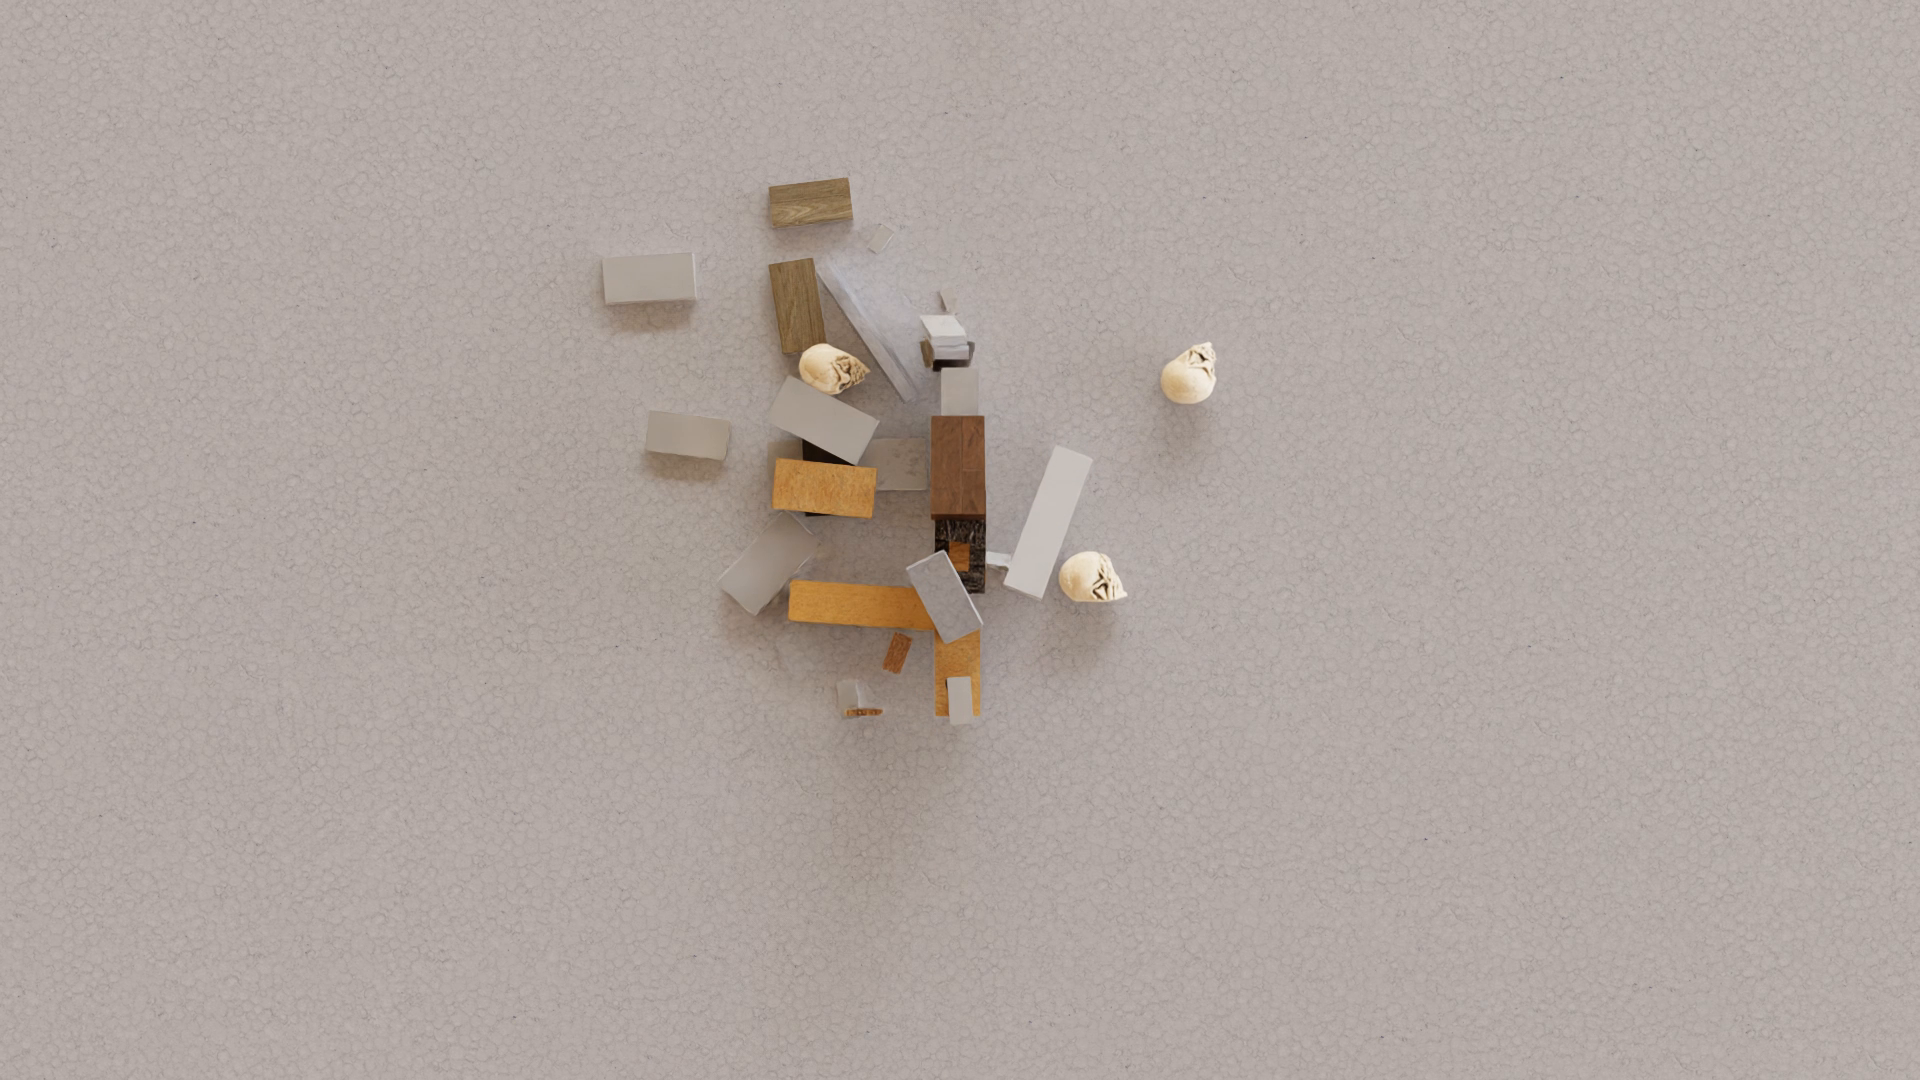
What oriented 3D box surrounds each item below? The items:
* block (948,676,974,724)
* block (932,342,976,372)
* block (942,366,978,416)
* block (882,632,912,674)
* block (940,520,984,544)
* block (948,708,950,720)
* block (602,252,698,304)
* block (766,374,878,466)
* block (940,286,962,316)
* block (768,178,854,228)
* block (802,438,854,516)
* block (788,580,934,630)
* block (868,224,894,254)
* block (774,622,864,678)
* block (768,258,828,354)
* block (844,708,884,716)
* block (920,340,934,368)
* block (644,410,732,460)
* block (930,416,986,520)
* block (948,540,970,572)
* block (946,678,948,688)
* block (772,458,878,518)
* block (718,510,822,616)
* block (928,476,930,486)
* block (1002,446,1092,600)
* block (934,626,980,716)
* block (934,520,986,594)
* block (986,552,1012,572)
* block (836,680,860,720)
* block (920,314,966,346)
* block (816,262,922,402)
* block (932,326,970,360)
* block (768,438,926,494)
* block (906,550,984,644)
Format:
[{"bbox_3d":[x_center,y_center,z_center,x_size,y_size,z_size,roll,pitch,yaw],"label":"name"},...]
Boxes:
[{"bbox_3d":[0.001,0.488,5.023,0.071,0.020,0.141,-4,90,0],"label":"block"},{"bbox_3d":[-0.018,-0.601,5.393,0.113,0.225,0.032,12,120,1],"label":"block"},{"bbox_3d":[-0.001,-0.431,5.248,0.117,0.033,0.235,1,90,0],"label":"block"},{"bbox_3d":[-0.209,0.377,5.491,0.063,0.018,0.127,21,90,0],"label":"block"},{"bbox_3d":[0.004,-0.025,5.110,0.129,0.018,0.064,8,90,0],"label":"block"},{"bbox_3d":[0.001,0.537,5.104,0.071,0.141,0.020,-4,90,0],"label":"block"},{"bbox_3d":[-1.030,-0.869,5.479,0.298,0.042,0.149,-4,90,0],"label":"block"},{"bbox_3d":[-0.448,-0.390,5.381,0.329,0.047,0.164,27,90,0],"label":"block"},{"bbox_3d":[-0.030,-0.795,5.494,0.045,0.013,0.090,-22,90,0],"label":"block"},{"bbox_3d":[-0.494,-1.119,5.481,0.266,0.038,0.133,-7,90,0],"label":"block"},{"bbox_3d":[-0.430,-0.249,5.428,0.169,0.048,0.338,-2,90,0],"label":"block"},{"bbox_3d":[-0.319,0.215,5.450,0.486,0.038,0.133,4,86,-6],"label":"block"},{"bbox_3d":[-0.263,-1.001,5.494,0.045,0.013,0.090,36,90,0],"label":"block"},{"bbox_3d":[-0.468,0.333,5.481,0.266,0.038,0.133,-29,90,0],"label":"block"},{"bbox_3d":[-0.537,-0.776,5.479,0.149,0.042,0.298,-9,90,0],"label":"block"},{"bbox_3d":[-0.318,0.567,5.451,0.127,0.063,0.018,-2,89,-2],"label":"block"},{"bbox_3d":[-0.104,-0.621,5.494,0.045,0.013,0.090,-13,90,0],"label":"block"},{"bbox_3d":[-0.904,-0.347,5.481,0.266,0.038,0.133,7,90,0],"label":"block"},{"bbox_3d":[-0.006,-0.226,5.143,0.169,0.048,0.338,0,67,0],"label":"block"},{"bbox_3d":[-0.002,0.032,5.128,0.064,0.018,0.129,3,90,0],"label":"block"},{"bbox_3d":[-0.009,0.441,5.104,0.071,0.141,0.020,-6,90,0],"label":"block"},{"bbox_3d":[-0.442,-0.168,5.381,0.329,0.047,0.164,6,90,0],"label":"block"},{"bbox_3d":[-0.630,0.076,5.477,0.164,0.047,0.329,43,90,0],"label":"block"},{"bbox_3d":[-0.080,-0.259,5.424,0.022,0.078,0.157,12,123,0],"label":"block"},{"bbox_3d":[0.289,-0.059,5.426,0.133,0.038,0.505,21,77,0],"label":"block"},{"bbox_3d":[-0.007,0.411,5.194,0.143,0.040,0.285,0,90,0],"label":"block"},{"bbox_3d":[0.001,0.007,5.160,0.159,0.045,0.318,1,90,0],"label":"block"},{"bbox_3d":[0.104,0.067,5.469,0.129,0.064,0.018,10,127,0],"label":"block"},{"bbox_3d":[-0.372,0.531,5.491,0.063,0.018,0.127,-8,90,0],"label":"block"},{"bbox_3d":[-0.058,-0.686,5.383,0.112,0.225,0.032,-4,115,-11],"label":"block"},{"bbox_3d":[-0.297,-0.681,5.423,0.042,0.149,0.521,-34,90,9],"label":"block"},{"bbox_3d":[-0.036,-0.643,5.377,0.113,0.225,0.032,-1,116,-4],"label":"block"},{"bbox_3d":[-0.375,-0.247,5.476,0.521,0.048,0.169,-1,90,0],"label":"block"},{"bbox_3d":[-0.047,0.177,5.119,0.133,0.038,0.266,-26,100,9],"label":"block"}]
